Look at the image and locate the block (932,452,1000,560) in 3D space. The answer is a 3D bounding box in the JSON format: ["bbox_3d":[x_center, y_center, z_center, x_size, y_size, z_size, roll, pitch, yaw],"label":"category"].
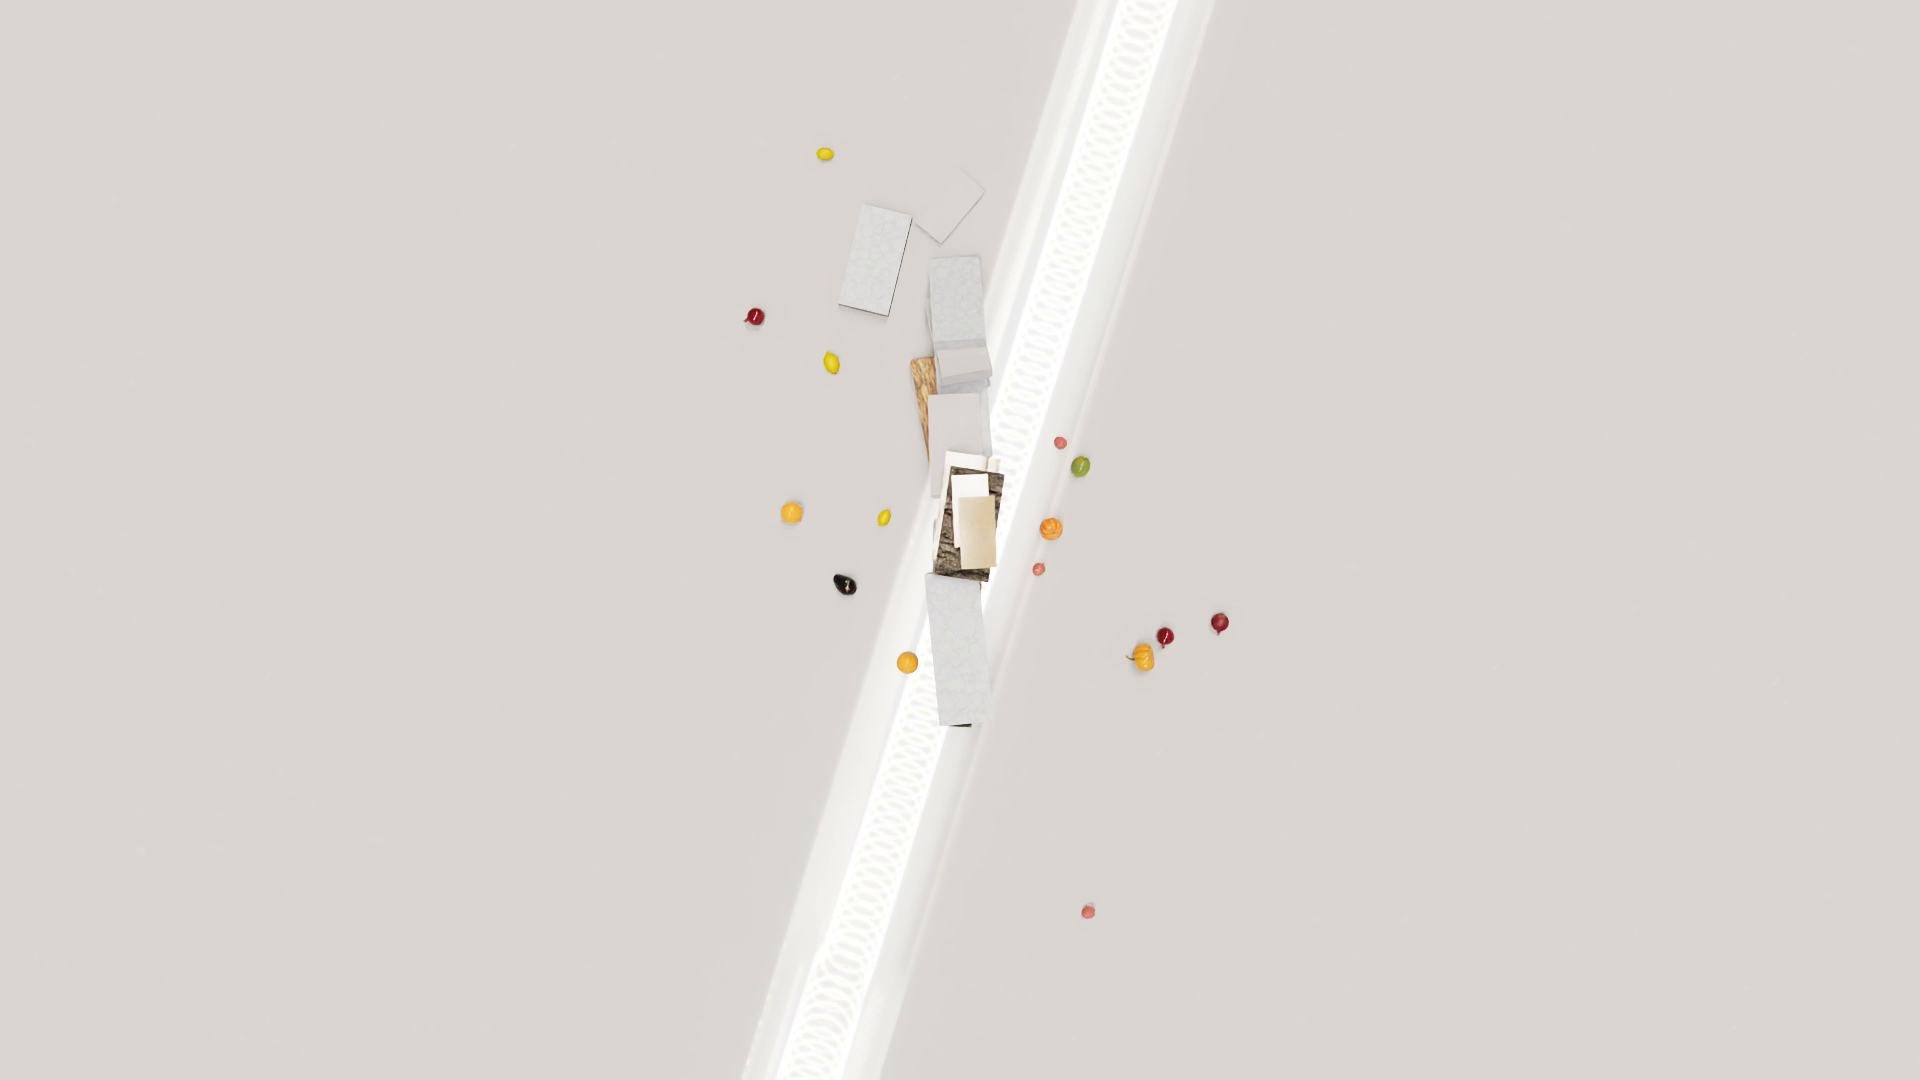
[{"bbox_3d":[0.019,-0.100,5.301,0.175,0.049,0.349,8,91,0],"label":"block"}]

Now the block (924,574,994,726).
[{"bbox_3d":[-0.004,0.346,5.312,0.175,0.049,0.490,-6,91,0],"label":"block"}]

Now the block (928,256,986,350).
[{"bbox_3d":[-0.010,-0.776,5.394,0.170,0.048,0.339,-4,60,0],"label":"block"}]

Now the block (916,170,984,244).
[{"bbox_3d":[-0.033,-1.106,5.484,0.113,0.032,0.226,40,90,0],"label":"block"}]

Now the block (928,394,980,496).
[{"bbox_3d":[-0.018,-0.308,5.359,0.164,0.047,0.328,-2,86,0],"label":"block"}]

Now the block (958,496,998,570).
[{"bbox_3d":[0.055,-0.024,5.181,0.113,0.032,0.226,-3,91,0],"label":"block"}]

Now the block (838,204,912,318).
[{"bbox_3d":[-0.281,-0.927,5.476,0.170,0.048,0.339,14,90,0],"label":"block"}]

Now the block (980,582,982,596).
[{"bbox_3d":[-0.006,0.153,5.353,0.153,0.043,0.305,4,91,0],"label":"block"}]

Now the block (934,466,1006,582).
[{"bbox_3d":[0.030,-0.051,5.253,0.175,0.049,0.349,9,91,0],"label":"block"}]

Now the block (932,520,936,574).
[{"bbox_3d":[-0.013,0.084,5.438,0.153,0.043,0.305,0,75,0],"label":"block"}]

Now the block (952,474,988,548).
[{"bbox_3d":[0.035,-0.093,5.211,0.113,0.032,0.226,-2,91,0],"label":"block"}]

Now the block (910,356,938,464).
[{"bbox_3d":[-0.049,-0.429,5.462,0.170,0.048,0.363,-10,86,-1],"label":"block"}]

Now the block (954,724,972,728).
[{"bbox_3d":[0.000,0.529,5.466,0.091,0.026,0.182,4,103,-1],"label":"block"}]

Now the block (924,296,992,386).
[{"bbox_3d":[-0.007,-0.663,5.382,0.164,0.047,0.329,-10,60,-4],"label":"block"}]

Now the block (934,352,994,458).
[{"bbox_3d":[0.013,-0.426,5.415,0.164,0.047,0.468,-5,86,0],"label":"block"}]
